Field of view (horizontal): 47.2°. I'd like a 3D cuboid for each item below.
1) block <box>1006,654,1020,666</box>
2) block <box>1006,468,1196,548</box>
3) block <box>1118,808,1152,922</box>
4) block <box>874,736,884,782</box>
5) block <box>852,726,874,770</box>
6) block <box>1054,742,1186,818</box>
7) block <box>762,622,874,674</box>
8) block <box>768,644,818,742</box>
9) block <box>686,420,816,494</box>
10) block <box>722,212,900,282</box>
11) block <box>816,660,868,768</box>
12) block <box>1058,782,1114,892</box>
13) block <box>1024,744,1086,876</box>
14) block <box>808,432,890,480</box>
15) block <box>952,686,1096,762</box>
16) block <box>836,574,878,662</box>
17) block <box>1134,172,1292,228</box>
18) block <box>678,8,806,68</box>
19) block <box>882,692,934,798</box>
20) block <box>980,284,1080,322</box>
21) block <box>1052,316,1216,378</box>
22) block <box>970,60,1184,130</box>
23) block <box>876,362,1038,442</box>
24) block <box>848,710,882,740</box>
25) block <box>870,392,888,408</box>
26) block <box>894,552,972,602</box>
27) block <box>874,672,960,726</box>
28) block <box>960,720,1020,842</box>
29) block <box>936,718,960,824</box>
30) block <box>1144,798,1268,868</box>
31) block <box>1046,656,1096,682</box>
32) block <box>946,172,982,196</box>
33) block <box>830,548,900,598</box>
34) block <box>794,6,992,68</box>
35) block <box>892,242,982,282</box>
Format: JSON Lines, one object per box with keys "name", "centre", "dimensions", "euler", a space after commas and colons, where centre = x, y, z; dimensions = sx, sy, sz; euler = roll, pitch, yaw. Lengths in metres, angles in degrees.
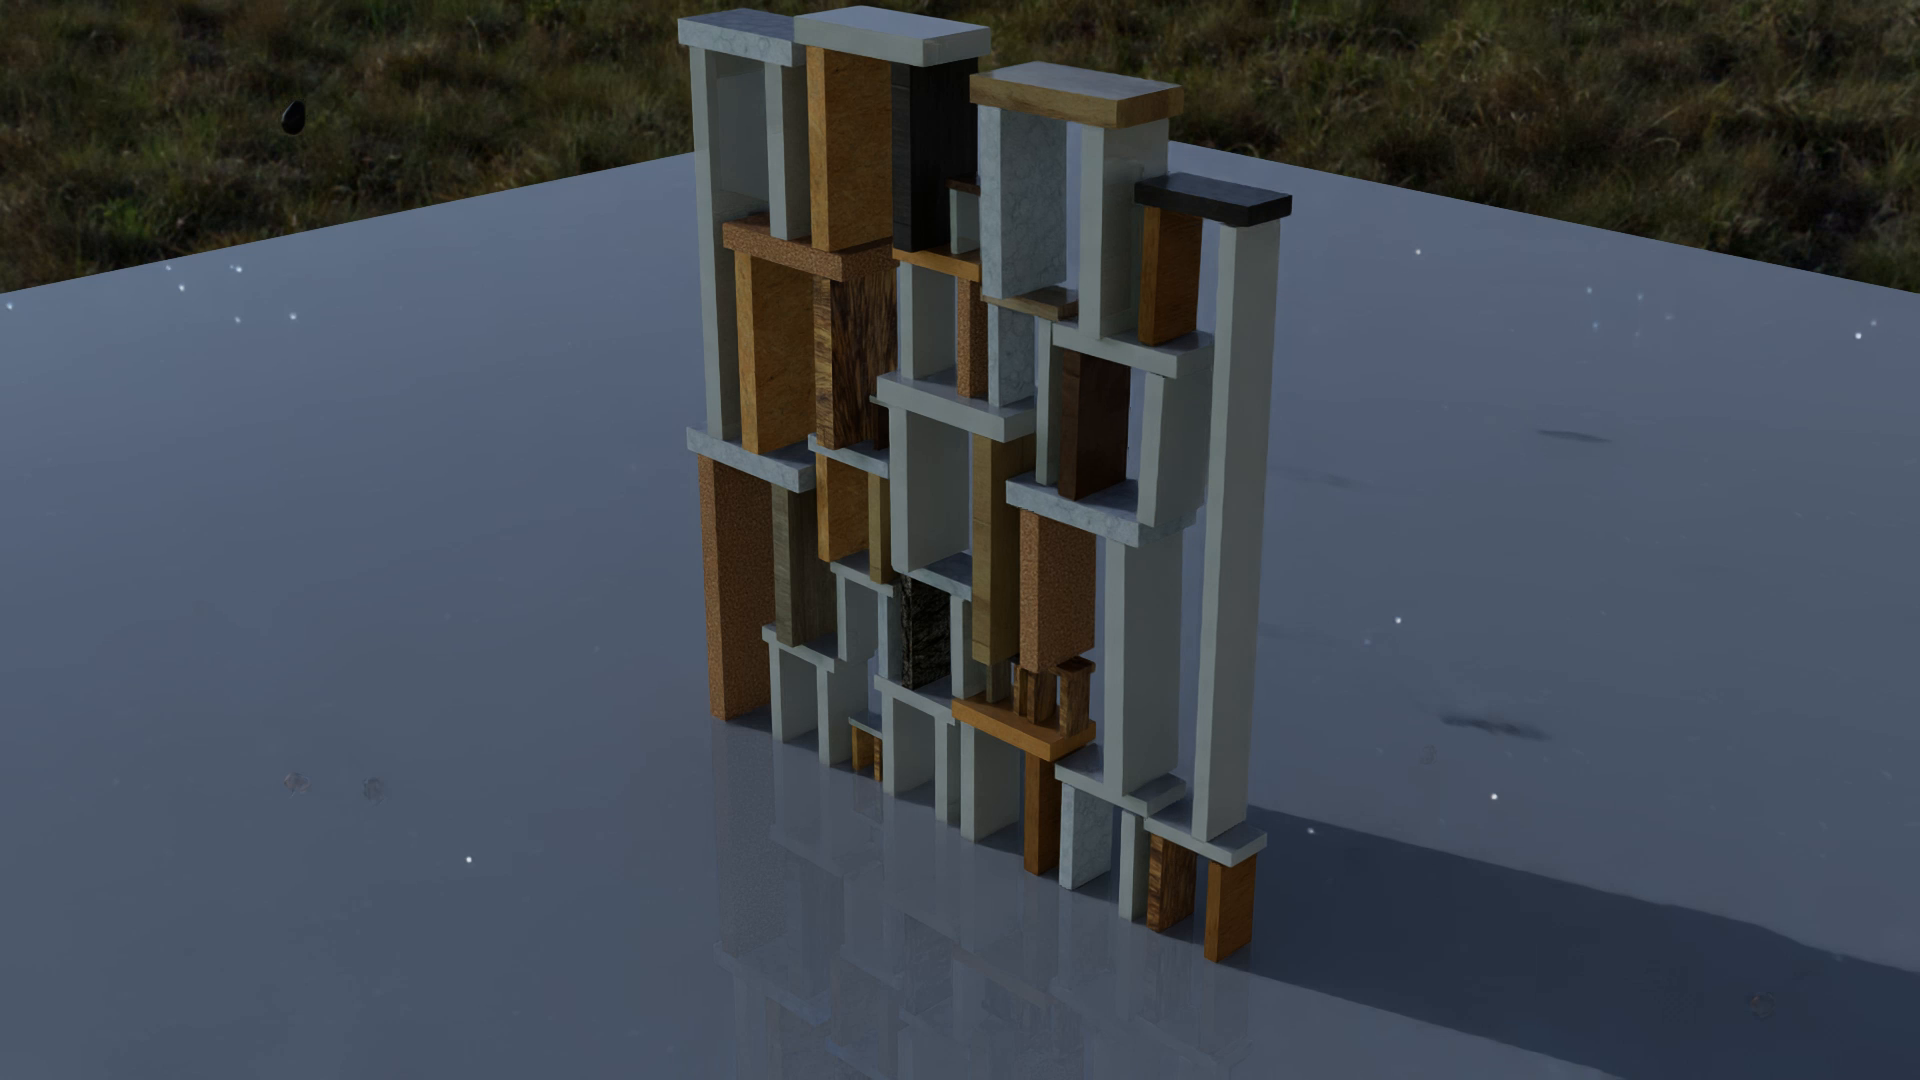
{"name": "block", "centre": [0.101, 0.211, 4.211], "dimensions": [0.107, 0.015, 0.054], "euler": [21, 31, 40]}
{"name": "block", "centre": [0.250, -0.069, 3.928], "dimensions": [0.315, 0.045, 0.157], "euler": [20, 30, 41]}
{"name": "block", "centre": [0.347, 0.587, 4.090], "dimensions": [0.032, 0.225, 0.113], "euler": [21, 31, 41]}
{"name": "block", "centre": [-0.154, 0.447, 4.576], "dimensions": [0.015, 0.103, 0.051], "euler": [21, 31, 41]}
{"name": "block", "centre": [-0.203, 0.428, 4.621], "dimensions": [0.015, 0.103, 0.051], "euler": [21, 31, 41]}
{"name": "block", "centre": [0.297, 0.445, 4.087], "dimensions": [0.225, 0.032, 0.112], "euler": [19, 30, 41]}
{"name": "block", "centre": [-0.300, 0.213, 4.633], "dimensions": [0.228, 0.032, 0.114], "euler": [21, 31, 41]}
{"name": "block", "centre": [-0.353, 0.312, 4.734], "dimensions": [0.114, 0.228, 0.032], "euler": [-21, 31, -41]}
{"name": "block", "centre": [-0.386, -0.190, 4.569], "dimensions": [0.356, 0.050, 0.178], "euler": [21, 31, 41]}
{"name": "block", "centre": [-0.283, -0.578, 4.286], "dimensions": [0.347, 0.049, 0.174], "euler": [21, 31, 40]}
{"name": "block", "centre": [-0.246, 0.354, 4.635], "dimensions": [0.032, 0.228, 0.114], "euler": [21, 31, 41]}
{"name": "block", "centre": [0.241, 0.546, 4.185], "dimensions": [0.112, 0.225, 0.032], "euler": [-21, 32, -40]}
{"name": "block", "centre": [0.183, 0.505, 4.238], "dimensions": [0.037, 0.259, 0.130], "euler": [21, 31, 41]}
{"name": "block", "centre": [-0.181, -0.179, 4.339], "dimensions": [0.229, 0.033, 0.115], "euler": [21, 31, 41]}
{"name": "block", "centre": [0.122, 0.345, 4.237], "dimensions": [0.259, 0.037, 0.130], "euler": [21, 31, 41]}
{"name": "block", "centre": [-0.209, 0.146, 4.509], "dimensions": [0.026, 0.189, 0.092], "euler": [21, 31, 41]}
{"name": "block", "centre": [0.408, -0.552, 3.559], "dimensions": [0.231, 0.033, 0.116], "euler": [21, 30, 40]}
{"name": "block", "centre": [-0.369, -0.964, 4.211], "dimensions": [0.168, 0.048, 0.336], "euler": [-22, 31, -40]}
{"name": "block", "centre": [-0.106, 0.402, 4.517], "dimensions": [0.033, 0.231, 0.116], "euler": [21, 31, 41]}
{"name": "block", "centre": [0.136, -0.428, 3.890], "dimensions": [0.095, 0.027, 0.189], "euler": [-21, 30, -40]}
{"name": "block", "centre": [0.306, -0.338, 3.748], "dimensions": [0.274, 0.039, 0.137], "euler": [20, 31, 40]}
{"name": "block", "centre": [0.193, -0.749, 3.691], "dimensions": [0.167, 0.047, 0.334], "euler": [-21, 30, -40]}
{"name": "block", "centre": [0.020, -0.264, 4.085], "dimensions": [0.332, 0.047, 0.166], "euler": [21, 31, 41]}
{"name": "block", "centre": [-0.178, 0.383, 4.576], "dimensions": [0.103, 0.015, 0.051], "euler": [21, 31, 41]}
{"name": "block", "centre": [-0.125, -0.268, 4.244], "dimensions": [0.095, 0.014, 0.048], "euler": [21, 31, 41]}
{"name": "block", "centre": [-0.017, 0.059, 4.273], "dimensions": [0.215, 0.030, 0.108], "euler": [21, 31, 40]}
{"name": "block", "centre": [-0.051, 0.302, 4.415], "dimensions": [0.231, 0.033, 0.116], "euler": [21, 31, 41]}
{"name": "block", "centre": [0.060, 0.457, 4.351], "dimensions": [0.037, 0.259, 0.130], "euler": [21, 31, 41]}
{"name": "block", "centre": [0.003, 0.445, 4.417], "dimensions": [0.033, 0.231, 0.116], "euler": [21, 31, 41]}
{"name": "block", "centre": [0.441, 0.524, 3.962], "dimensions": [0.101, 0.029, 0.202], "euler": [-21, 29, -40]}
{"name": "block", "centre": [0.186, 0.228, 4.121], "dimensions": [0.125, 0.018, 0.063], "euler": [21, 31, 40]}
{"name": "block", "centre": [0.036, -0.631, 3.917], "dimensions": [0.059, 0.017, 0.117], "euler": [-21, 31, -40]}
{"name": "block", "centre": [-0.165, 0.064, 4.427], "dimensions": [0.184, 0.026, 0.092], "euler": [21, 31, 41]}
{"name": "block", "centre": [-0.124, -0.912, 3.973], "dimensions": [0.338, 0.048, 0.169], "euler": [21, 31, 41]}
{"name": "block", "centre": [-0.006, -0.519, 4.014], "dimensions": [0.112, 0.032, 0.223], "euler": [-21, 31, -41]}
